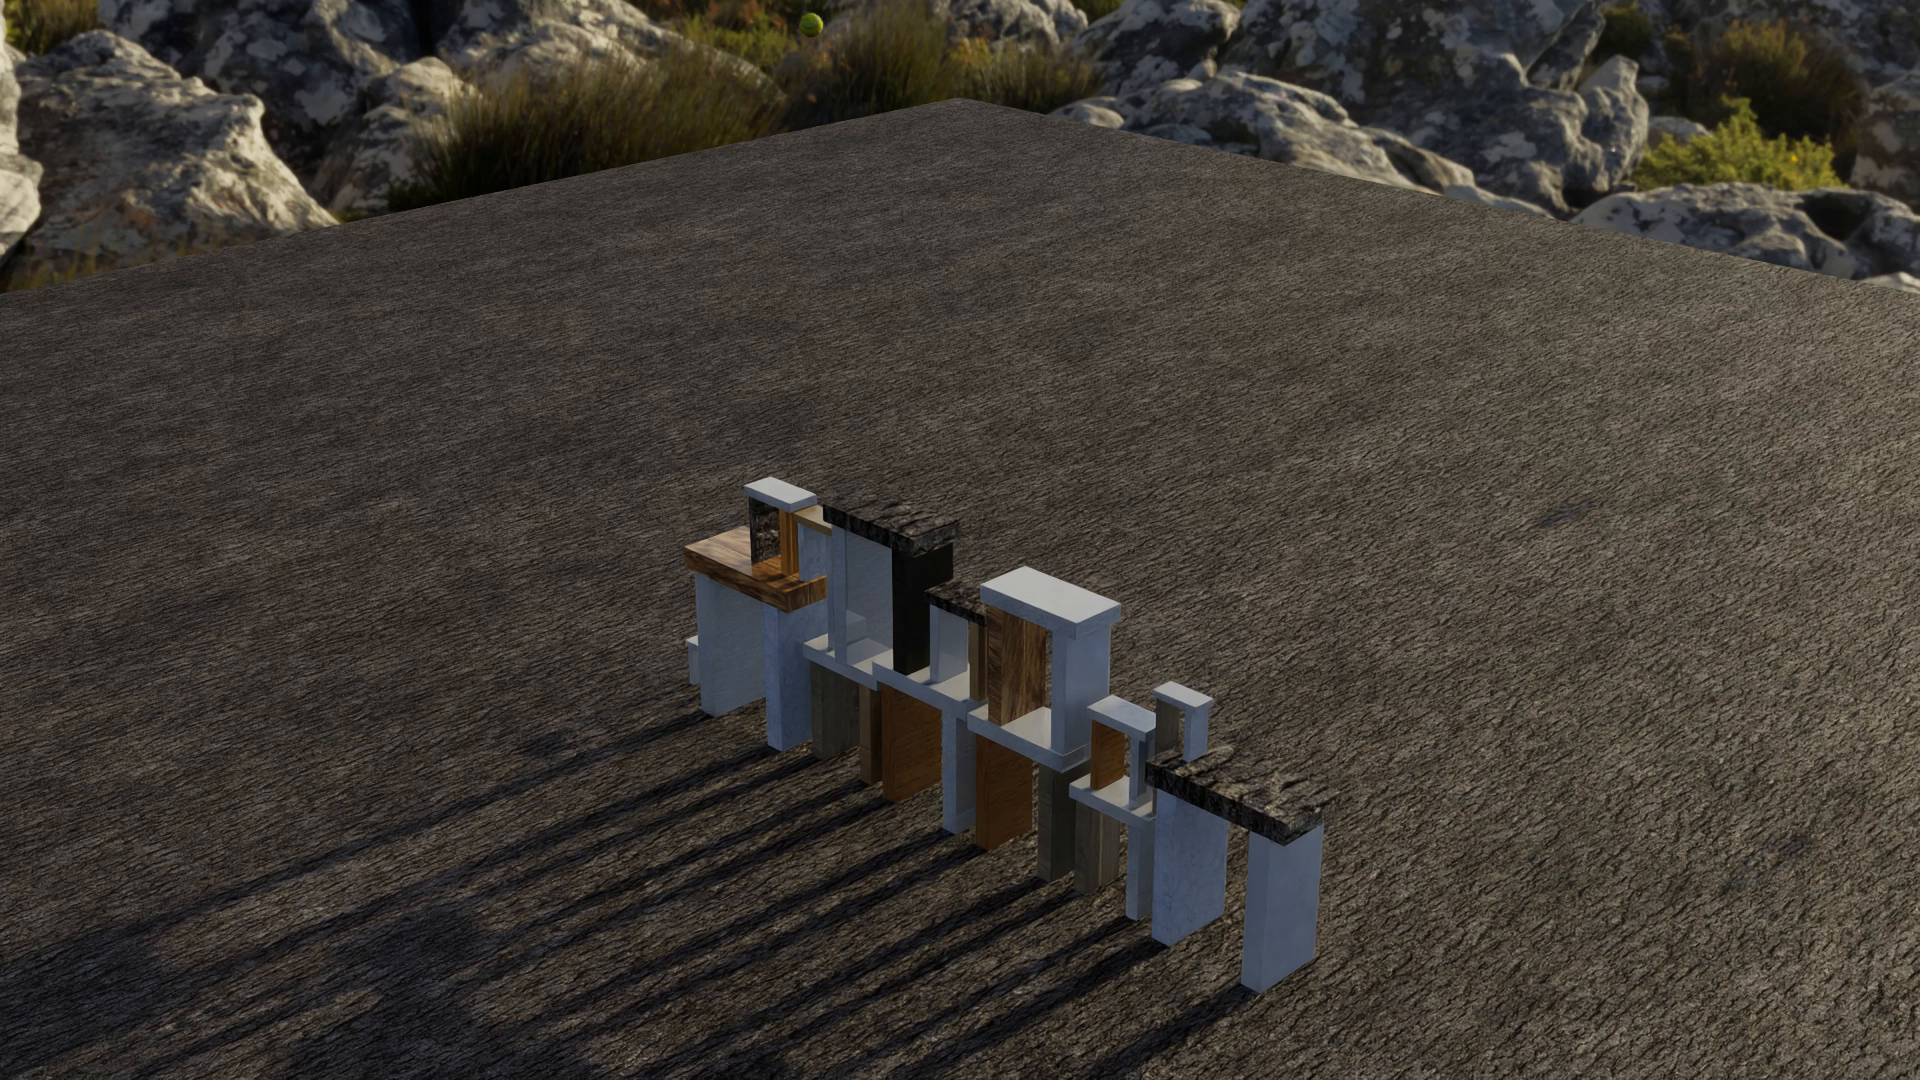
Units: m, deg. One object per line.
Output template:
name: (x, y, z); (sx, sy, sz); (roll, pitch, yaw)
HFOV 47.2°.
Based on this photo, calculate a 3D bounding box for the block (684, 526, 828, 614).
block: (-0.417, 0.060, 4.697); (0.337, 0.048, 0.168); (21, 31, 41)

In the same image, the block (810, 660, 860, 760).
block: (-0.262, 0.344, 4.662); (0.032, 0.226, 0.113); (21, 31, 41)

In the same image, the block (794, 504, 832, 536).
block: (-0.275, -0.038, 4.513); (0.129, 0.018, 0.064); (21, 31, 41)

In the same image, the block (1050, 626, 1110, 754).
block: (0.225, 0.266, 4.094); (0.035, 0.244, 0.122); (21, 31, 41)

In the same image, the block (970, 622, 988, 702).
block: (0.056, 0.223, 4.255); (0.082, 0.165, 0.023); (-21, 31, -41)

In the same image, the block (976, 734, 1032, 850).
block: (0.088, 0.475, 4.323); (0.035, 0.248, 0.124); (21, 31, 41)

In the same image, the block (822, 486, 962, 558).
block: (-0.135, -0.037, 4.358); (0.263, 0.037, 0.131); (21, 31, 41)

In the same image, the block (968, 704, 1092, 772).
block: (0.146, 0.367, 4.214); (0.248, 0.035, 0.124); (21, 31, 41)

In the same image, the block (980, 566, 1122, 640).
block: (0.167, 0.116, 4.093); (0.244, 0.035, 0.122); (21, 31, 41)

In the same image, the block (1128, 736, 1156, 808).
block: (0.342, 0.415, 4.033); (0.020, 0.142, 0.071); (21, 31, 41)

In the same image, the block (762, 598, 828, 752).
block: (-0.337, 0.268, 4.699); (0.048, 0.337, 0.168); (21, 31, 41)

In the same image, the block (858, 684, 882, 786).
block: (-0.155, 0.385, 4.564); (0.032, 0.226, 0.113); (21, 31, 41)

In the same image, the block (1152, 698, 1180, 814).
block: (0.374, 0.385, 3.985); (0.014, 0.234, 0.049); (21, 31, 41)

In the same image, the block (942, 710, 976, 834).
block: (0.026, 0.442, 4.381); (0.037, 0.264, 0.132); (21, 31, 41)

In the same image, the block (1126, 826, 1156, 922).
block: (0.353, 0.603, 4.092); (0.028, 0.194, 0.097); (21, 31, 41)

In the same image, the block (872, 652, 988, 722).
block: (-0.037, 0.279, 4.380); (0.264, 0.037, 0.132); (21, 31, 41)

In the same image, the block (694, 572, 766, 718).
block: (-0.496, 0.206, 4.845); (0.048, 0.337, 0.168); (21, 31, 41)

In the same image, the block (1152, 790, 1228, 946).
block: (0.422, 0.571, 4.016); (0.044, 0.312, 0.156); (21, 31, 41)

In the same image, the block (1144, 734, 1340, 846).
block: (0.496, 0.435, 3.878); (0.312, 0.044, 0.156); (21, 31, 41)

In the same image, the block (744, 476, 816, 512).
block: (-0.376, -0.095, 4.599); (0.147, 0.021, 0.073); (21, 31, 41)

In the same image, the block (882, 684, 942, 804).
block: (-0.099, 0.394, 4.496); (0.037, 0.264, 0.132); (21, 31, 41)

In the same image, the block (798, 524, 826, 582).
block: (-0.305, 0.018, 4.570); (0.018, 0.129, 0.064); (21, 31, 41)

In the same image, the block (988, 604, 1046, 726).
block: (0.109, 0.222, 4.200); (0.035, 0.244, 0.122); (21, 31, 41)

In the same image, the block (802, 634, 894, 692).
block: (-0.208, 0.246, 4.562); (0.226, 0.032, 0.113); (21, 31, 41)

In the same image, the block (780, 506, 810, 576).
block: (-0.341, -0.004, 4.600); (0.021, 0.147, 0.073); (21, 31, 41)

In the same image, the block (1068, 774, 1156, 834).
block: (0.307, 0.483, 4.091); (0.194, 0.028, 0.097); (21, 31, 41)

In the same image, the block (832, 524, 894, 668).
block: (-0.197, 0.096, 4.482); (0.037, 0.306, 0.131); (21, 31, 41)

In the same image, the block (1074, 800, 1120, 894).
block: (0.262, 0.567, 4.176); (0.028, 0.194, 0.097); (21, 31, 41)

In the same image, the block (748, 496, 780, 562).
block: (-0.411, -0.031, 4.663); (0.021, 0.147, 0.073); (21, 31, 41)

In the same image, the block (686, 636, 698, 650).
block: (-0.570, 0.238, 4.944); (0.094, 0.013, 0.047); (21, 31, 41)

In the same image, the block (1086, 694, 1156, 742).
block: (0.309, 0.327, 4.032); (0.142, 0.020, 0.071); (21, 31, 41)

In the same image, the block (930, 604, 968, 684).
block: (-0.022, 0.192, 4.326); (0.023, 0.165, 0.082); (21, 31, 41)

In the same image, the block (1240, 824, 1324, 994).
block: (0.569, 0.628, 3.880); (0.044, 0.312, 0.156); (21, 31, 41)

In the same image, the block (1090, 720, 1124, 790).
block: (0.275, 0.389, 4.095); (0.020, 0.142, 0.071); (21, 31, 41)

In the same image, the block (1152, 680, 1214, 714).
block: (0.397, 0.281, 3.915); (0.049, 0.014, 0.099); (-21, 31, -41)

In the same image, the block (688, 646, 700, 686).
block: (-0.592, 0.278, 4.985); (0.013, 0.094, 0.047); (21, 31, 41)

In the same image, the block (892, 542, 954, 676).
block: (-0.073, 0.125, 4.359); (0.037, 0.263, 0.131); (21, 31, 41)

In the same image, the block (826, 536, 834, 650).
block: (-0.245, 0.100, 4.539); (0.018, 0.255, 0.064); (21, 31, 41)

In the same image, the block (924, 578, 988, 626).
block: (0.017, 0.121, 4.254); (0.082, 0.023, 0.165); (-21, 31, -41)

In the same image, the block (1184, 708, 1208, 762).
block: (0.420, 0.342, 3.916); (0.014, 0.099, 0.049); (21, 31, 41)

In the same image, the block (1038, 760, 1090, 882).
block: (0.205, 0.521, 4.216); (0.035, 0.248, 0.124); (21, 31, 41)
